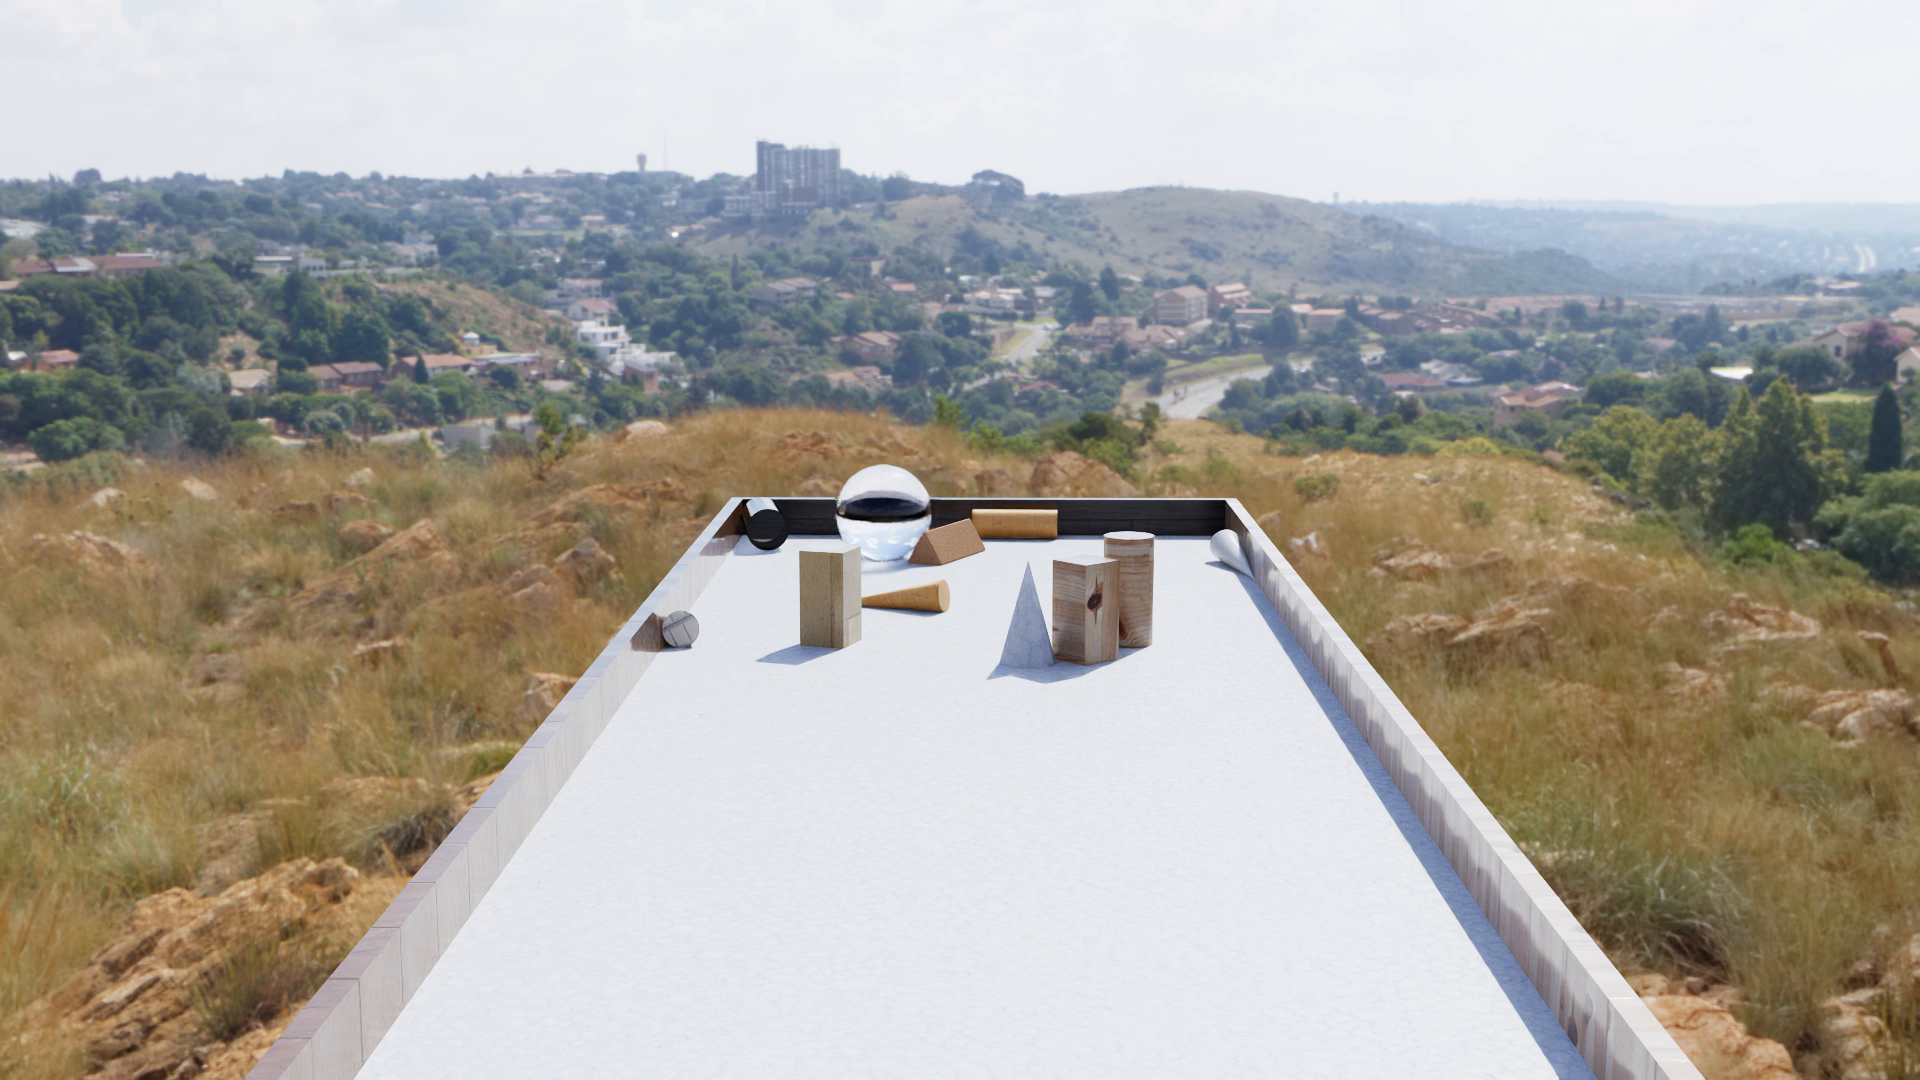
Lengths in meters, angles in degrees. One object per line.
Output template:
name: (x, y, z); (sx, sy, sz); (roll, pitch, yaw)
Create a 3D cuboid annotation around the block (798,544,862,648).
block: (-0.408, 0.176, 6.934); (0.149, 0.303, 0.149); (3, 10, 19)

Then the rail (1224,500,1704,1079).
rail: (1.046, 0.843, 3.208); (0.050, 0.150, 12.000); (0, 9, 1)

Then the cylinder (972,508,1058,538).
cylinder: (0.226, -0.068, 9.057); (0.349, 0.118, 0.118); (1, 9, 3)

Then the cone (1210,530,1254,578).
cone: (1.055, 0.083, 8.294); (0.123, 0.123, 0.439); (-1, 17, -8)

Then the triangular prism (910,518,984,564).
triangular prism: (-0.049, 0.002, 8.582); (0.141, 0.122, 0.392); (4, 10, 26)

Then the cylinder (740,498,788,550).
cylinder: (-0.791, -0.067, 8.896); (0.168, 0.168, 0.339); (-2, 9, -10)

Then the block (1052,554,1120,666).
block: (0.382, 0.212, 6.690); (0.144, 0.307, 0.144); (-8, 12, -41)

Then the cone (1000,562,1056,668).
cone: (0.205, 0.215, 6.638); (0.172, 0.317, 0.172); (0, 9, 0)

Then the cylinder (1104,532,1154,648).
cylinder: (0.530, 0.156, 6.923); (0.158, 0.345, 0.158); (0, 9, 0)

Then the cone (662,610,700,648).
cone: (-0.900, 0.276, 7.087); (0.116, 0.116, 0.411); (-1, 1, -7)

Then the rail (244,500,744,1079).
rail: (-1.004, 0.839, 3.234); (0.050, 0.150, 12.000); (0, 9, 1)

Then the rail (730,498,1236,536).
rail: (0.099, -0.098, 9.147); (2.100, 0.150, 0.050); (0, 9, 1)

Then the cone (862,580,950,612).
cone: (-0.253, 0.205, 7.544); (0.427, 0.109, 0.109); (-4, 7, 21)

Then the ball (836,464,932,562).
ball: (-0.295, -0.105, 8.481); (0.373, 0.373, 0.373); (0, 9, 0)
